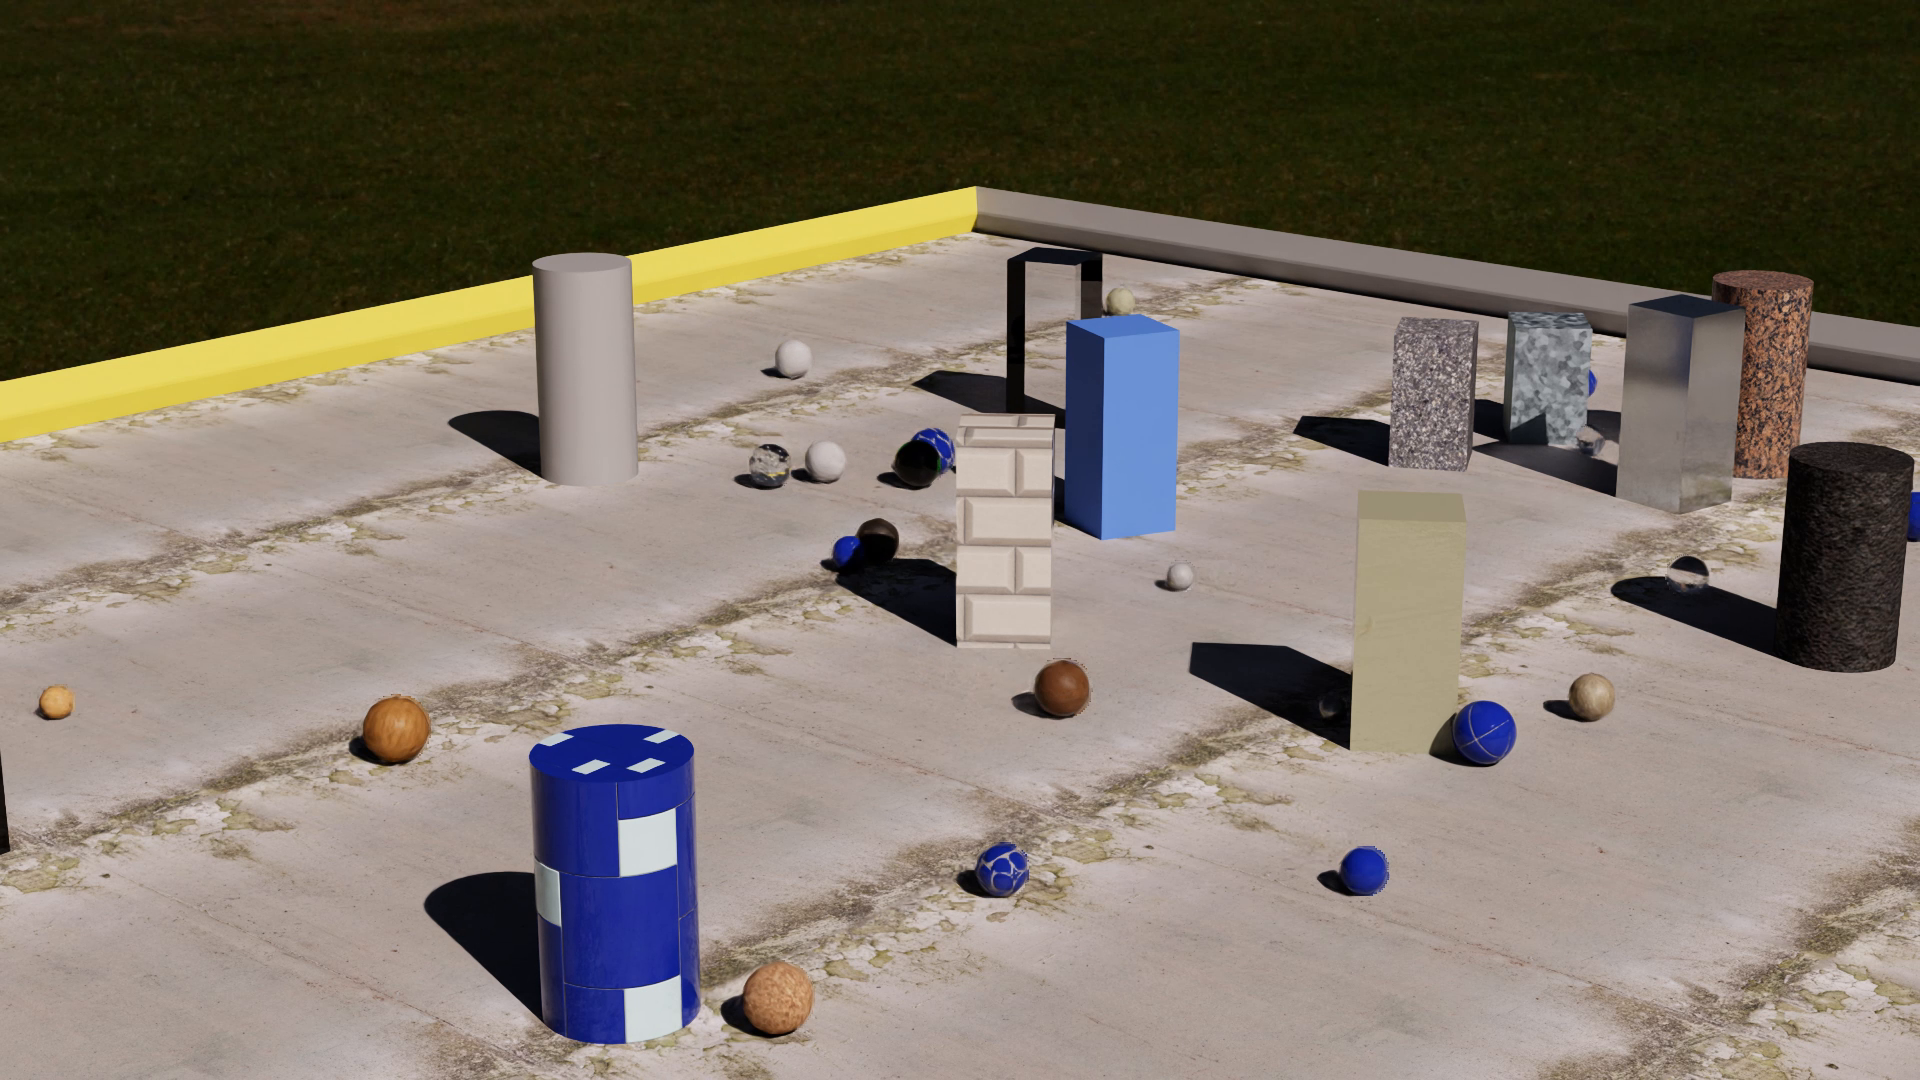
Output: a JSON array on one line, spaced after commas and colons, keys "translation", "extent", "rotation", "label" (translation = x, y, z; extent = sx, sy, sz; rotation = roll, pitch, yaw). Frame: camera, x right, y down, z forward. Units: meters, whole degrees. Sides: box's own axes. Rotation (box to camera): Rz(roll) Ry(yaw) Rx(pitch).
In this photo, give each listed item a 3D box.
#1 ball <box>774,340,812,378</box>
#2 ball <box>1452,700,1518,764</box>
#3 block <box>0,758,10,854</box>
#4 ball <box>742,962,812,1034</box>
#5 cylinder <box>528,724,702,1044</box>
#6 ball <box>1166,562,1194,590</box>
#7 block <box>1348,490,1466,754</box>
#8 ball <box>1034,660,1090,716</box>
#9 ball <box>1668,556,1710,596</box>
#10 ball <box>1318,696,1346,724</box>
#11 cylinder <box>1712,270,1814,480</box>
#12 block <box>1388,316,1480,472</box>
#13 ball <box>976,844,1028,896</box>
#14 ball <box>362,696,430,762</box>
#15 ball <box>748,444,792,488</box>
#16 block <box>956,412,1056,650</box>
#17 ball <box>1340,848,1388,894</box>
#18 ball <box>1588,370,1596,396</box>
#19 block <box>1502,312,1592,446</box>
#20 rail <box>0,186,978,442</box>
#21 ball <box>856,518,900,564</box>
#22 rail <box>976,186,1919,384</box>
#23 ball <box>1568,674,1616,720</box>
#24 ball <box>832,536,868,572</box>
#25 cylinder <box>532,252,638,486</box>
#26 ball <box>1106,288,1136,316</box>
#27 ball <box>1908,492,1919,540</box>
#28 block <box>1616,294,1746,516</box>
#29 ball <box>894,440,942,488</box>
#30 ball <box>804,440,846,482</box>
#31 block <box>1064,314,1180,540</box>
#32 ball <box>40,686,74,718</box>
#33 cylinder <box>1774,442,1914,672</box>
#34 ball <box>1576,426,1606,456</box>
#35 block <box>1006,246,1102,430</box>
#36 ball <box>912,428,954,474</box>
[{"translation": [-0.378, -0.412, 6.660], "extent": [0.088, 0.088, 0.088], "rotation": [0, 17, 0], "label": "ball"}, {"translation": [0.776, 0.285, 4.338], "extent": [0.096, 0.096, 0.096], "rotation": [0, 17, 0], "label": "ball"}, {"translation": [-1.414, 0.313, 3.978], "extent": [0.156, 0.249, 0.156], "rotation": [12, 21, 35], "label": "block"}, {"translation": [-0.218, 0.546, 3.492], "extent": [0.085, 0.085, 0.085], "rotation": [0, 17, 0], "label": "ball"}, {"translation": [-0.412, 0.410, 3.514], "extent": [0.194, 0.332, 0.194], "rotation": [0, 17, 0], "label": "cylinder"}, {"translation": [0.387, 0.064, 5.147], "extent": [0.050, 0.050, 0.050], "rotation": [0, 17, 0], "label": "ball"}, {"translation": [0.671, 0.123, 4.412], "extent": [0.156, 0.362, 0.156], "rotation": [2, 17, 6], "label": "block"}, {"translation": [0.158, 0.230, 4.534], "extent": [0.088, 0.088, 0.088], "rotation": [0, 17, 0], "label": "ball"}, {"translation": [1.272, 0.063, 5.118], "extent": [0.070, 0.070, 0.070], "rotation": [0, 17, 0], "label": "ball"}, {"translation": [0.572, 0.261, 4.506], "extent": [0.044, 0.044, 0.044], "rotation": [0, 17, 0], "label": "ball"}, {"translation": [1.597, -0.333, 5.884], "extent": [0.194, 0.385, 0.194], "rotation": [0, 17, 0], "label": "cylinder"}, {"translation": [0.962, -0.297, 5.952], "extent": [0.156, 0.277, 0.156], "rotation": [4, 17, 13], "label": "block"}, {"translation": [0.055, 0.437, 3.879], "extent": [0.069, 0.069, 0.069], "rotation": [0, 17, 0], "label": "ball"}, {"translation": [-0.837, 0.281, 4.347], "extent": [0.097, 0.097, 0.097], "rotation": [0, 17, 0], "label": "ball"}, {"translation": [-0.374, -0.147, 5.779], "extent": [0.086, 0.086, 0.086], "rotation": [0, 17, 0], "label": "ball"}, {"translation": [0.076, -0.016, 4.876], "extent": [0.156, 0.361, 0.156], "rotation": [1, 17, 3], "label": "block"}, {"translation": [0.534, 0.439, 3.885], "extent": [0.062, 0.062, 0.062], "rotation": [0, 17, 0], "label": "ball"}, {"translation": [1.368, -0.346, 6.469], "extent": [0.072, 0.072, 0.072], "rotation": [0, 17, 0], "label": "ball"}, {"translation": [1.229, -0.339, 6.144], "extent": [0.156, 0.247, 0.156], "rotation": [1, 17, 4], "label": "block"}, {"translation": [-1.633, -0.378, 6.477], "extent": [0.045, 0.126, 5.170], "rotation": [14, 22, 39], "label": "rail"}, {"translation": [-0.149, 0.002, 5.302], "extent": [0.081, 0.081, 0.081], "rotation": [0, 17, 0], "label": "ball"}, {"translation": [1.679, -0.527, 6.972], "extent": [4.371, 0.126, 0.045], "rotation": [14, 22, 39], "label": "rail"}, {"translation": [0.974, 0.241, 4.522], "extent": [0.072, 0.072, 0.072], "rotation": [0, 17, 0], "label": "ball"}, {"translation": [-0.198, 0.025, 5.255], "extent": [0.064, 0.064, 0.064], "rotation": [0, 17, 0], "label": "ball"}, {"translation": [-0.743, -0.340, 5.829], "extent": [0.194, 0.431, 0.194], "rotation": [0, 17, 0], "label": "cylinder"}, {"translation": [0.398, -0.589, 7.274], "extent": [0.074, 0.074, 0.074], "rotation": [0, 17, 0], "label": "ball"}, {"translation": [1.775, -0.045, 5.438], "extent": [0.091, 0.091, 0.091], "rotation": [0, 17, 0], "label": "ball"}, {"translation": [1.388, -0.263, 5.652], "extent": [0.156, 0.385, 0.156], "rotation": [-12, 21, -36], "label": "block"}, {"translation": [-0.084, -0.150, 5.783], "extent": [0.094, 0.094, 0.094], "rotation": [0, 17, 0], "label": "ball"}, {"translation": [-0.267, -0.157, 5.821], "extent": [0.084, 0.084, 0.084], "rotation": [0, 17, 0], "label": "ball"}, {"translation": [0.301, -0.213, 5.488], "extent": [0.156, 0.384, 0.156], "rotation": [-7, 18, -23], "label": "block"}, {"translation": [-1.395, 0.250, 4.528], "extent": [0.051, 0.051, 0.051], "rotation": [0, 17, 0], "label": "ball"}, {"translation": [1.439, 0.026, 4.780], "extent": [0.194, 0.335, 0.194], "rotation": [0, 17, 0], "label": "cylinder"}, {"translation": [1.296, -0.203, 6.019], "extent": [0.059, 0.059, 0.059], "rotation": [0, 17, 0], "label": "ball"}, {"translation": [0.202, -0.432, 6.266], "extent": [0.156, 0.354, 0.156], "rotation": [7, 18, 23], "label": "block"}, {"translation": [-0.057, -0.177, 5.869], "extent": [0.095, 0.095, 0.095], "rotation": [0, 17, 0], "label": "ball"}]
